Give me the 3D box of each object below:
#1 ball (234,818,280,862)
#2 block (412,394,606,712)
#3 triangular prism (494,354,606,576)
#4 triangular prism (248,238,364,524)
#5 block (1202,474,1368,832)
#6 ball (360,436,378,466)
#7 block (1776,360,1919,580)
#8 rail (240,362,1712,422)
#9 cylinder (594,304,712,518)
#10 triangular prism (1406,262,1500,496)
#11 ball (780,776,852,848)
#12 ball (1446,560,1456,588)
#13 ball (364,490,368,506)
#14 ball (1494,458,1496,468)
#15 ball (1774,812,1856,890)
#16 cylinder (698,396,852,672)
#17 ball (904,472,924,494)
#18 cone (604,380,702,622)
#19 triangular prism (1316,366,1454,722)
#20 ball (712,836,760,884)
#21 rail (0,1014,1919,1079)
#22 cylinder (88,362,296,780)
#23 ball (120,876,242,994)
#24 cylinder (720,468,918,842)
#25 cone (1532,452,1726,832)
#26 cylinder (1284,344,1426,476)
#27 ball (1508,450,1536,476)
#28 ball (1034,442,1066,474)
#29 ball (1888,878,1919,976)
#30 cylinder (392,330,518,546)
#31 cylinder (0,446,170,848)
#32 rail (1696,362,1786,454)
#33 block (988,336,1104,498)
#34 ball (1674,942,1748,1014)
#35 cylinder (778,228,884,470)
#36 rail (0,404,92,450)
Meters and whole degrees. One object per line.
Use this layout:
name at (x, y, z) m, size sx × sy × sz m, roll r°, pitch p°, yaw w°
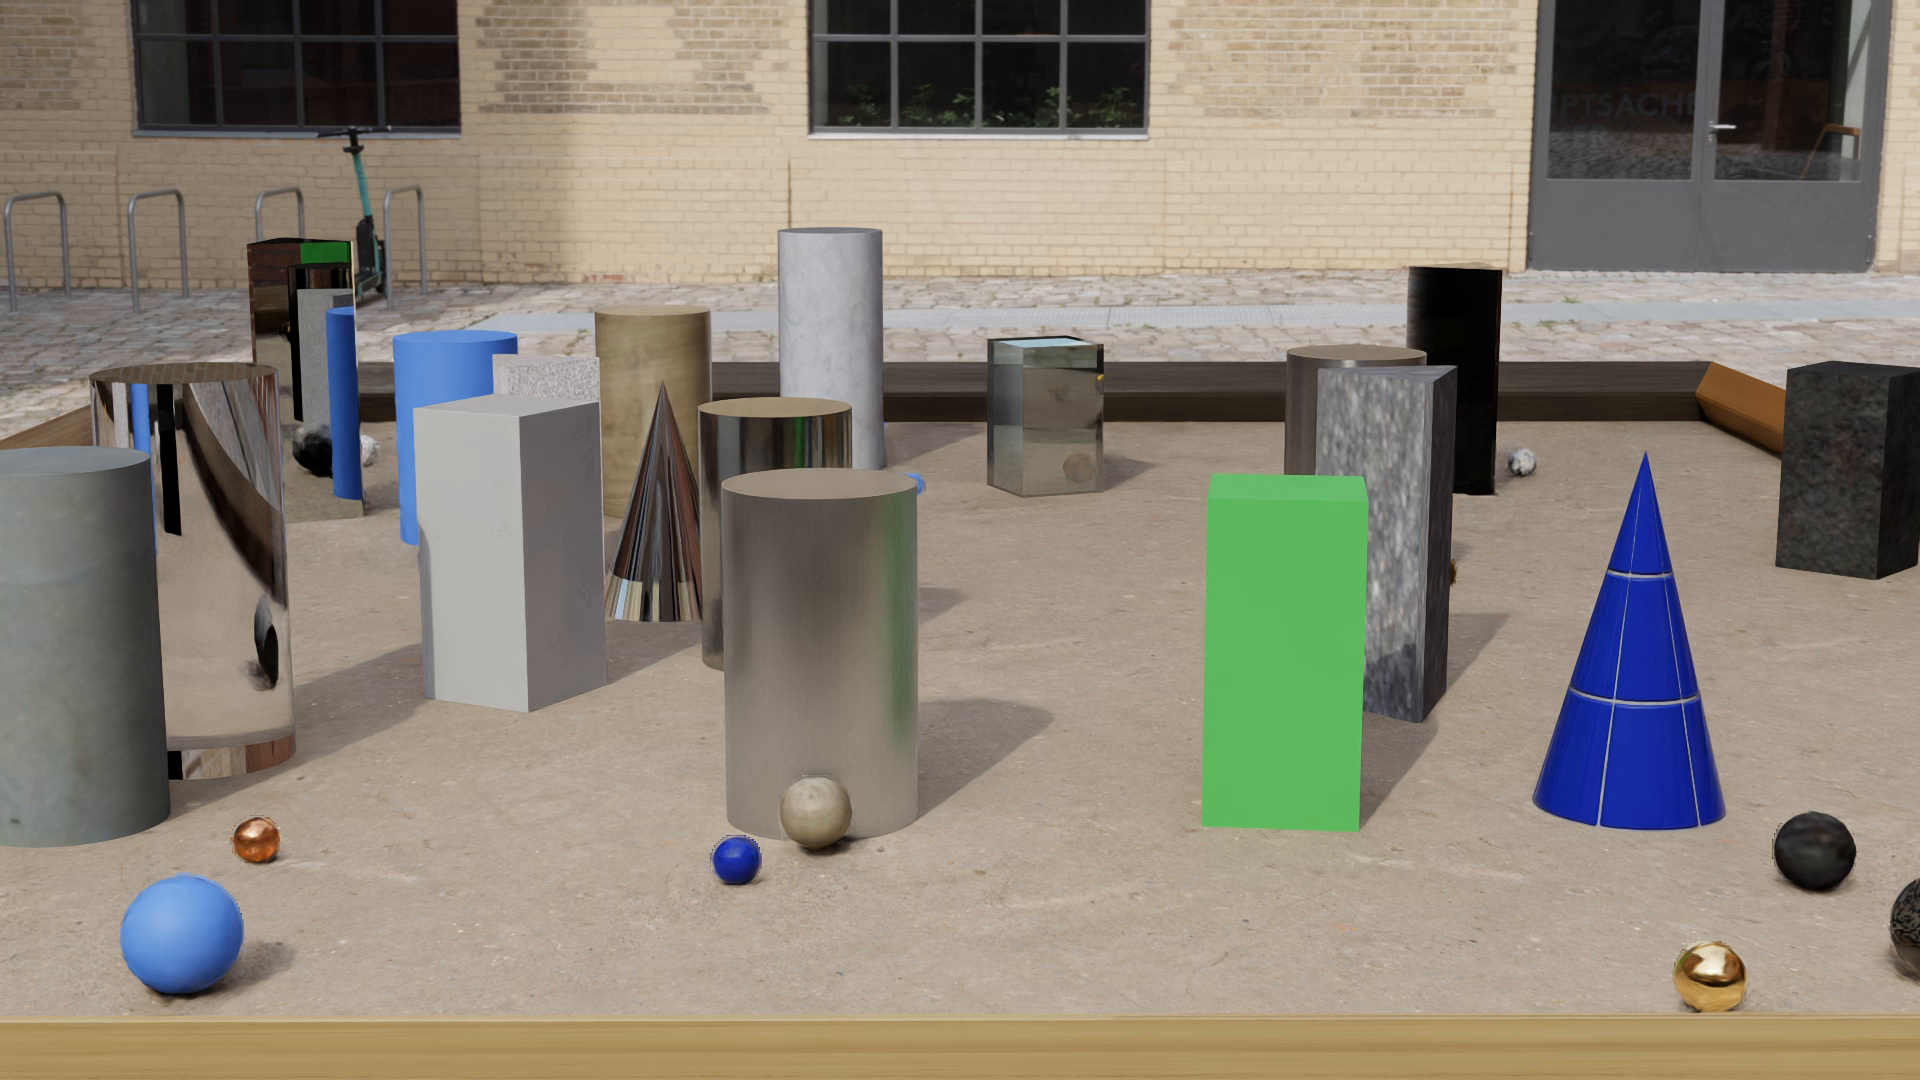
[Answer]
ball at (-0.648, 0.276, 2.362) m, size 0.041 × 0.041 × 0.041 m, roll 0°, pitch 11°, yaw 0°
block at (-0.519, 0.011, 2.973) m, size 0.150 × 0.338 × 0.150 m, roll 6°, pitch 12°, yaw 28°
triangular prism at (-0.616, -0.102, 3.648) m, size 0.162 × 0.314 × 0.141 m, roll -10°, pitch 15°, yaw -43°
triangular prism at (-1.068, -0.260, 4.139) m, size 0.162 × 0.445 × 0.141 m, roll -5°, pitch 12°, yaw -25°
block at (0.317, 0.107, 2.510) m, size 0.150 × 0.321 × 0.150 m, roll 1°, pitch 11°, yaw 7°
ball at (-1.088, -0.163, 4.676) m, size 0.056 × 0.056 × 0.056 m, roll 0°, pitch 11°, yaw 0°
block at (1.296, -0.104, 3.725) m, size 0.150 × 0.290 × 0.150 m, roll 9°, pitch 14°, yaw 41°
rail at (-0.010, -0.299, 5.218) m, size 3.096 × 0.122 × 0.045 m, roll 0°, pitch 11°, yaw 0°
cylinder at (-0.498, -0.211, 4.186) m, size 0.188 × 0.329 × 0.188 m, roll 0°, pitch 11°, yaw 0°
triangular prism at (0.867, -0.281, 4.418) m, size 0.162 × 0.383 × 0.141 m, roll 6°, pitch 12°, yaw 29°
ball at (-0.134, 0.253, 2.383) m, size 0.067 × 0.067 × 0.067 m, roll 0°, pitch 11°, yaw 0°
ball at (0.668, 0.046, 3.578) m, size 0.047 × 0.047 × 0.047 m, roll 0°, pitch 11°, yaw 0°
ball at (-0.994, -0.069, 4.199) m, size 0.046 × 0.046 × 0.046 m, roll 0°, pitch 11°, yaw 0°
ball at (0.919, -0.135, 4.527) m, size 0.053 × 0.053 × 0.053 m, roll 0°, pitch 11°, yaw 0°
ball at (0.761, 0.277, 2.284) m, size 0.069 × 0.069 × 0.069 m, roll 0°, pitch 11°, yaw 0°
cylinder at (-0.225, -0.008, 3.143) m, size 0.188 × 0.313 × 0.188 m, roll 0°, pitch 11°, yaw 0°
ball at (-0.081, -0.094, 4.348) m, size 0.041 × 0.041 × 0.041 m, roll 0°, pitch 11°, yaw 0°
cone at (-0.395, -0.061, 3.440) m, size 0.188 × 0.309 × 0.188 m, roll 0°, pitch 11°, yaw 0°
triangular prism at (0.513, -0.004, 2.931) m, size 0.141 × 0.383 × 0.162 m, roll -9°, pitch 14°, yaw -39°
ball at (-0.200, 0.287, 2.300) m, size 0.042 × 0.042 × 0.042 m, roll 0°, pitch 11°, yaw 0°
rail at (0.010, 0.362, 1.680) m, size 3.096 × 0.122 × 0.045 m, roll 0°, pitch 11°, yaw 0°
cylinder at (-0.802, 0.028, 2.690) m, size 0.188 × 0.409 × 0.188 m, roll 0°, pitch 11°, yaw 0°
ball at (-0.615, 0.312, 2.028) m, size 0.093 × 0.093 × 0.093 m, roll 0°, pitch 11°, yaw 0°
cylinder at (-0.135, 0.107, 2.485) m, size 0.188 × 0.329 × 0.188 m, roll 0°, pitch 11°, yaw 0°
cone at (0.664, 0.087, 2.516) m, size 0.188 × 0.356 × 0.188 m, roll 0°, pitch 11°, yaw 0°
cylinder at (0.535, -0.087, 3.494) m, size 0.188 × 0.339 × 0.188 m, roll 0°, pitch 11°, yaw 0°
ball at (1.000, -0.137, 4.557) m, size 0.048 × 0.048 × 0.048 m, roll 0°, pitch 11°, yaw 0°
ball at (0.159, -0.145, 4.543) m, size 0.059 × 0.059 × 0.059 m, roll 0°, pitch 11°, yaw 0°
ball at (0.790, 0.310, 2.052) m, size 0.089 × 0.089 × 0.089 m, roll 0°, pitch 11°, yaw 0°
cylinder at (-0.772, -0.158, 3.954) m, size 0.188 × 0.312 × 0.188 m, roll 0°, pitch 11°, yaw 0°
cylinder at (-0.867, 0.098, 2.467) m, size 0.188 × 0.353 × 0.188 m, roll 0°, pitch 11°, yaw 0°
rail at (1.524, 0.030, 3.458) m, size 0.045 × 0.122 × 3.647 m, roll 0°, pitch 11°, yaw 0°
block at (0.146, -0.214, 4.407) m, size 0.150 × 0.255 × 0.150 m, roll -4°, pitch 11°, yaw -23°
ball at (0.582, 0.339, 1.989) m, size 0.054 × 0.054 × 0.054 m, roll 0°, pitch 11°, yaw 0°
cylinder at (-0.232, -0.342, 4.622) m, size 0.188 × 0.428 × 0.188 m, roll 0°, pitch 11°, yaw 0°
rail at (-1.524, 0.033, 3.441) m, size 0.045 × 0.122 × 3.647 m, roll 0°, pitch 11°, yaw 0°
